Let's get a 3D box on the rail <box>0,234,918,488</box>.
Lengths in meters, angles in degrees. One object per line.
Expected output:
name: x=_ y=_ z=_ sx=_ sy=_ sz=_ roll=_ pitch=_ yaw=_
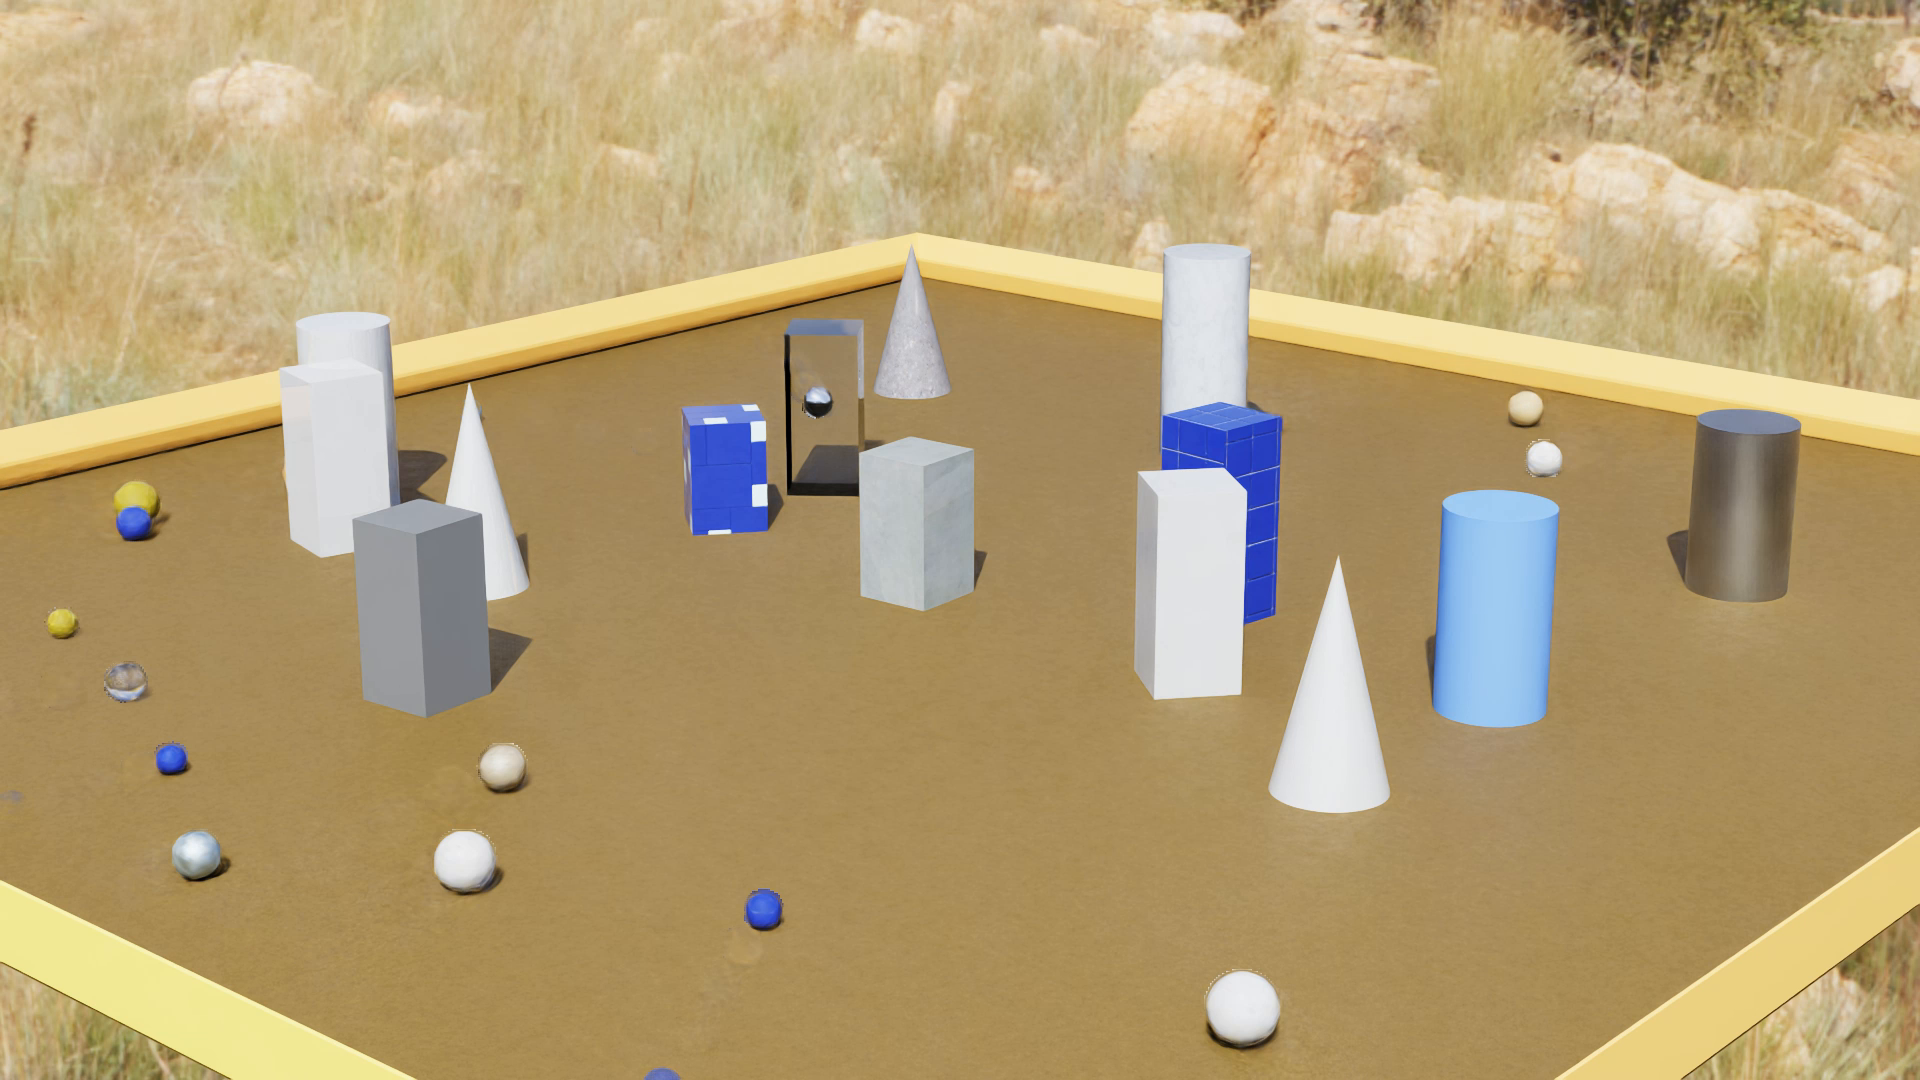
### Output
rail: x=-1.370 y=-0.317 z=6.261 sx=0.045 sy=0.114 sz=3.892 roll=14 pitch=22 yaw=39

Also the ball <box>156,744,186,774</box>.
ball: x=-1.152 y=0.321 z=4.283 sx=0.044 sy=0.044 sz=0.044 roll=0 pitch=17 yaw=0

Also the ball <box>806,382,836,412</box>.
ball: x=-0.301 y=-0.309 z=6.322 sx=0.064 sy=0.064 sz=0.064 roll=0 pitch=17 yaw=0

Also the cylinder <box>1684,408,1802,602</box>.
cylinder: x=1.360 y=-0.061 z=5.099 sx=0.175 sy=0.300 sz=0.175 roll=0 pitch=17 yaw=0

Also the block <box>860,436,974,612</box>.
block: x=-0.074 y=-0.030 z=5.070 sx=0.140 sy=0.257 sz=0.140 roll=13 pitch=21 yaw=36

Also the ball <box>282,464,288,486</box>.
ball: x=-1.271 y=-0.129 z=5.694 sx=0.085 sy=0.085 sz=0.085 roll=0 pitch=17 yaw=0

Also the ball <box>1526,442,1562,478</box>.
ball: x=1.160 y=-0.160 z=5.820 sx=0.070 sy=0.070 sz=0.070 roll=0 pitch=17 yaw=0

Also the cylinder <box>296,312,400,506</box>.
cylinder: x=-1.163 y=-0.239 z=5.580 sx=0.175 sy=0.361 sz=0.175 roll=0 pitch=17 yaw=0

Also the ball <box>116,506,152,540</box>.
ball: x=-1.523 y=-0.031 z=5.406 sx=0.064 sy=0.064 sz=0.064 roll=0 pitch=17 yaw=0

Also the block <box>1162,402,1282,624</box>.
block: x=0.438 y=-0.040 z=4.949 sx=0.140 sy=0.348 sz=0.140 roll=-15 pitch=22 yaw=-40

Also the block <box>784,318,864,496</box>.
block: x=-0.263 y=-0.259 z=5.717 sx=0.140 sy=0.320 sz=0.140 roll=1 pitch=17 yaw=3

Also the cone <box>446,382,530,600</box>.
cone: x=-0.844 y=-0.096 z=5.097 sx=0.175 sy=0.368 sz=0.175 roll=0 pitch=17 yaw=0

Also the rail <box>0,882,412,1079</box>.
rail: x=-1.260 y=0.450 z=3.733 sx=3.677 sy=0.114 sz=0.045 roll=14 pitch=22 yaw=39

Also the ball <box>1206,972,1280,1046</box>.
ball: x=0.333 y=0.551 z=3.448 sx=0.088 sy=0.088 sz=0.088 roll=0 pitch=17 yaw=0

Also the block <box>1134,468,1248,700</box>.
block: x=0.361 y=0.068 z=4.621 sx=0.140 sy=0.332 sz=0.140 roll=-3 pitch=17 yaw=-9

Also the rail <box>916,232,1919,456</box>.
rail: x=1.260 y=-0.393 z=6.511 sx=3.677 sy=0.114 sz=0.045 roll=14 pitch=22 yaw=39

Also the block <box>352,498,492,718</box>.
block: x=-0.836 y=0.104 z=4.563 sx=0.140 sy=0.295 sz=0.140 roll=12 pitch=21 yaw=35

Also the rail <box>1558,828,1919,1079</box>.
rail: x=1.370 y=0.374 z=3.983 sx=0.045 sy=0.114 sz=3.892 roll=14 pitch=22 yaw=39

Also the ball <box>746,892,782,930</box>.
ball: x=-0.252 y=0.476 z=3.766 sx=0.047 sy=0.047 sz=0.047 roll=0 pitch=17 yaw=0

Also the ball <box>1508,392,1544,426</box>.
ball: x=1.195 y=-0.277 z=6.197 sx=0.075 sy=0.075 sz=0.075 roll=0 pitch=17 yaw=0

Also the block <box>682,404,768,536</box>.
block: x=-0.441 y=-0.133 z=5.492 sx=0.140 sy=0.210 sz=0.140 roll=-3 pitch=17 yaw=-11

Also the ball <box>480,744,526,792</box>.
ball: x=-0.658 y=0.328 z=4.220 sx=0.067 sy=0.067 sz=0.067 roll=0 pitch=17 yaw=0

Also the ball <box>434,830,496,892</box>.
ball: x=-0.655 y=0.425 z=3.876 sx=0.081 sy=0.081 sz=0.081 roll=0 pitch=17 yaw=0

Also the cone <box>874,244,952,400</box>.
cone: x=-0.106 y=-0.493 z=6.469 sx=0.175 sy=0.332 sz=0.175 roll=0 pitch=17 yaw=0

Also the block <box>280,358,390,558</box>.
block: x=-1.139 y=-0.152 z=5.355 sx=0.140 sy=0.325 sz=0.140 roll=-11 pitch=20 yaw=-33

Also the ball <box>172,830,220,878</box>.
ball: x=-1.021 y=0.421 z=3.919 sx=0.064 sy=0.064 sz=0.064 roll=0 pitch=17 yaw=0

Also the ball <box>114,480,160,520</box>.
ball: x=-1.542 y=-0.068 z=5.492 sx=0.085 sy=0.085 sz=0.085 roll=0 pitch=17 yaw=0

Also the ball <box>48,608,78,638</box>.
ball: x=-1.492 y=0.139 z=4.874 sx=0.049 sy=0.049 sz=0.049 roll=0 pitch=17 yaw=0

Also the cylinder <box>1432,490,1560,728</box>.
cylinder: x=0.823 y=0.104 z=4.510 sx=0.175 sy=0.326 sz=0.175 roll=0 pitch=17 yaw=0

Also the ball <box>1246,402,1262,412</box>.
ball: x=0.591 y=-0.245 z=6.074 sx=0.084 sy=0.084 sz=0.084 roll=0 pitch=17 yaw=0

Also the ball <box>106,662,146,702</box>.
ball: x=-1.303 y=0.222 z=4.581 sx=0.060 sy=0.060 sz=0.060 roll=0 pitch=17 yaw=0

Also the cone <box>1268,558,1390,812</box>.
cone: x=0.533 y=0.191 z=4.178 sx=0.175 sy=0.354 sz=0.175 roll=0 pitch=17 yaw=0

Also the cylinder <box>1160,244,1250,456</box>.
cylinder: x=0.496 y=-0.378 z=5.942 sx=0.175 sy=0.418 sz=0.175 roll=0 pitch=17 yaw=0
